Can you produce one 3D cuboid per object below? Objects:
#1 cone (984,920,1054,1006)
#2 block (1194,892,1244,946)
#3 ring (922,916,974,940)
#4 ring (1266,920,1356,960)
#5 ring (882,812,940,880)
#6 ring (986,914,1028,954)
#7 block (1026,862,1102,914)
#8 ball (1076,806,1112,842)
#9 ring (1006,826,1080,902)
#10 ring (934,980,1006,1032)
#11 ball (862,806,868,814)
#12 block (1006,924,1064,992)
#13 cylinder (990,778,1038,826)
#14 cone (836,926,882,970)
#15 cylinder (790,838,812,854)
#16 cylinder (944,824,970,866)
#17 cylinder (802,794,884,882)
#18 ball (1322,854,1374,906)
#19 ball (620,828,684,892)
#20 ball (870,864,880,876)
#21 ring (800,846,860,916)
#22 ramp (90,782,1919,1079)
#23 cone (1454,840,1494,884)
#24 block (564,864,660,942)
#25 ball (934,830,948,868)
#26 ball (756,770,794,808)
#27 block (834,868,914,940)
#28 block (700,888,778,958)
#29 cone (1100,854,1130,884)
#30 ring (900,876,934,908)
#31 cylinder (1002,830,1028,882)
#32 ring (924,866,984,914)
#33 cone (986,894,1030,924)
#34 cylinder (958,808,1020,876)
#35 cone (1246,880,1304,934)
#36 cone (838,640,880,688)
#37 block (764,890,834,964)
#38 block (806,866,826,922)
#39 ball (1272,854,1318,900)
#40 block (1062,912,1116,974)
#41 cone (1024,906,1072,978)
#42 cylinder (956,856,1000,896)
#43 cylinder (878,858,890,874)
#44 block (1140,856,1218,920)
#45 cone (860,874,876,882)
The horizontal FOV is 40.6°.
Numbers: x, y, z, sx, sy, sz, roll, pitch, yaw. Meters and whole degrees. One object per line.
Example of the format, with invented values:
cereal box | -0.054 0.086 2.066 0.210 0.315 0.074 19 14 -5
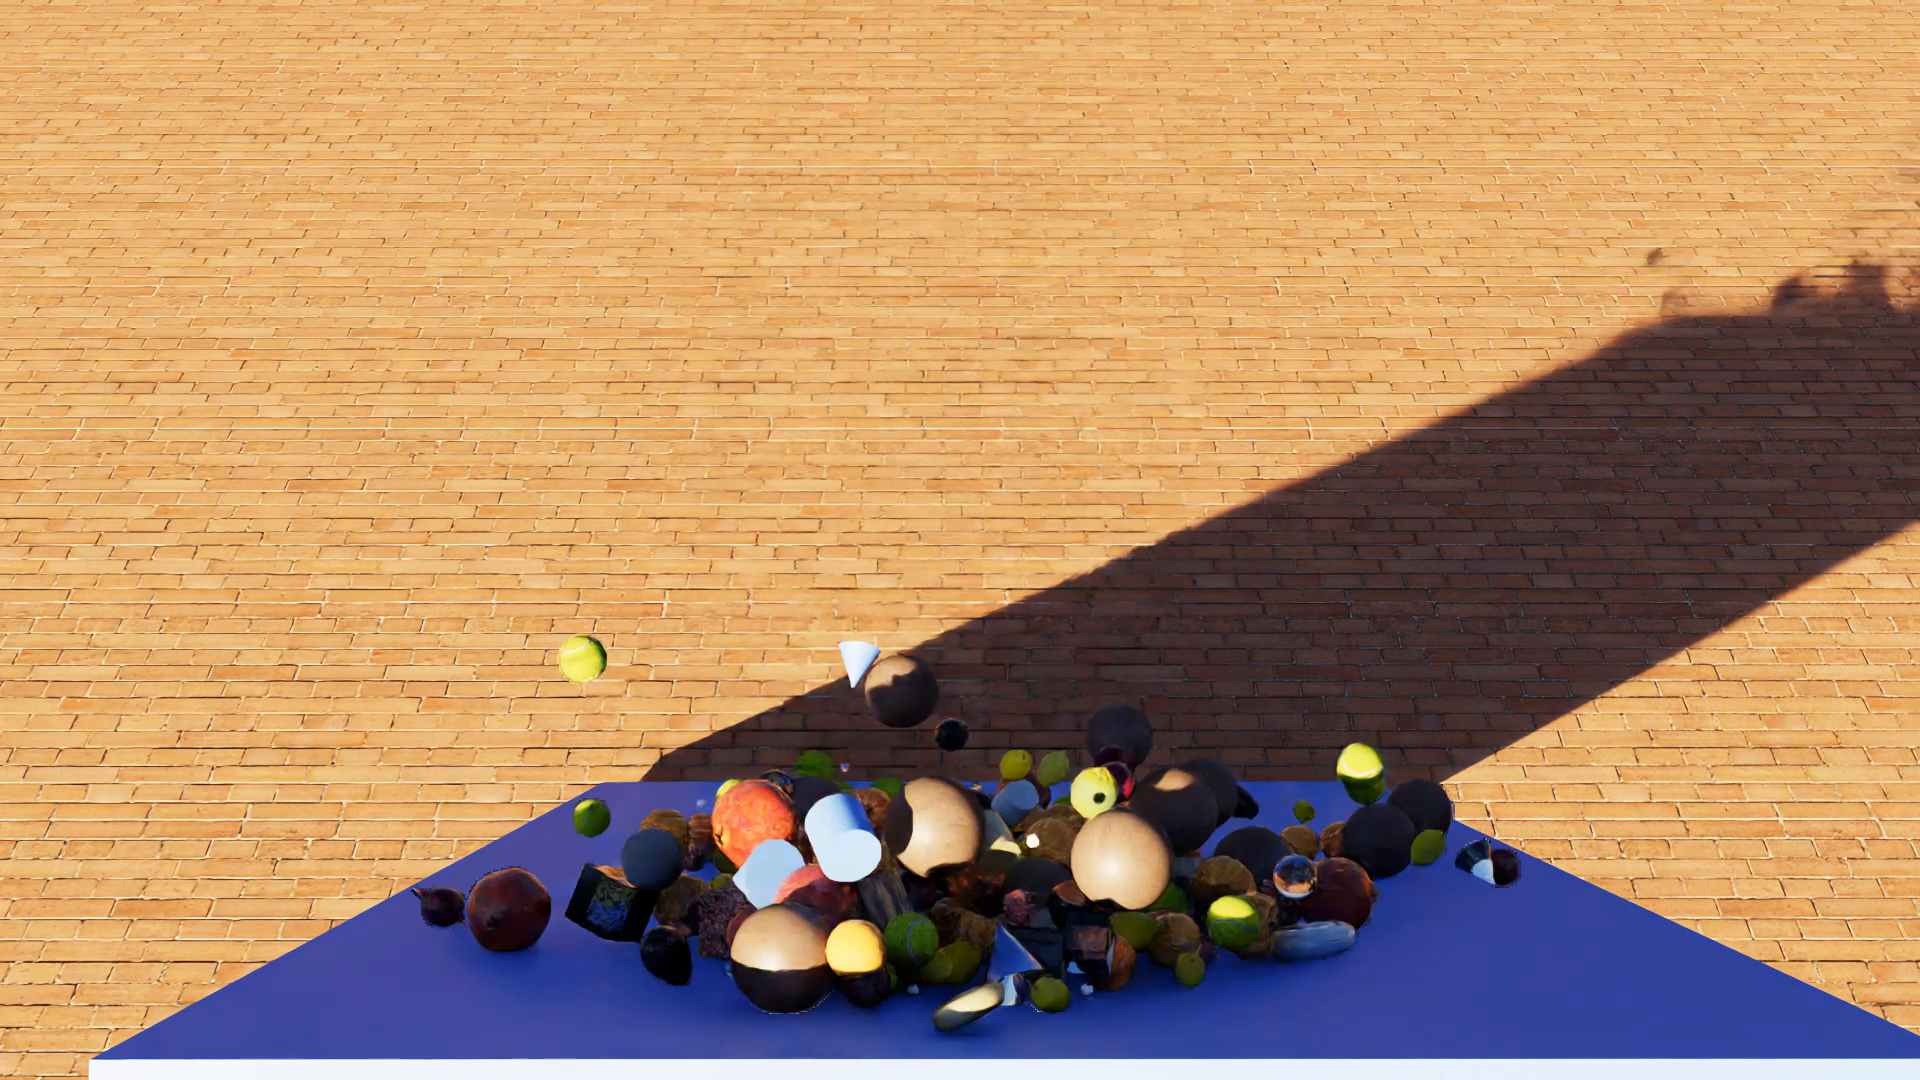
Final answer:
cone | 0.056 0.494 3.096 0.092 0.092 0.092 -9 57 -13
block | 0.367 0.537 3.674 0.066 0.066 0.066 0 -1 10
ring | -0.017 0.556 3.715 0.077 0.026 0.077 8 -5 1
ring | 0.474 0.540 3.498 0.121 0.040 0.121 -9 -4 -1
ring | -0.068 0.422 3.579 0.095 0.095 0.032 24 19 32
ring | 0.064 0.521 3.353 0.077 0.077 0.026 29 26 37
block | 0.148 0.515 3.727 0.089 0.089 0.089 0 72 -12
ball | 0.266 0.562 5.133 0.072 0.072 0.072 0 33 0
ring | 0.117 0.458 3.660 0.109 0.109 0.036 -10 6 -15
ring | 0.010 0.527 2.933 0.090 0.090 0.030 -24 84 -32
ball | -0.223 0.558 5.165 0.082 0.082 0.082 0 33 0
block | 0.091 0.522 3.242 0.070 0.070 0.070 5 -4 0
cylinder | 0.077 0.368 3.641 0.050 0.050 0.050 16 50 -20
cone | -0.145 0.551 3.450 0.064 0.064 0.064 10 59 -17
cylinder | -0.292 0.557 4.517 0.059 0.059 0.059 -23 23 28
cylinder | 0.020 0.541 4.576 0.087 0.087 0.087 5 -4 8
cylinder | -0.143 0.363 3.164 0.077 0.077 0.077 -14 48 -20
ball | 0.613 0.537 4.106 0.082 0.082 0.082 0 33 0
ball | -0.426 0.443 3.589 0.087 0.087 0.087 0 33 0
ball | -0.175 0.540 4.297 0.084 0.084 0.084 0 33 0
ring | -0.208 0.520 3.973 0.126 0.042 0.126 -16 51 20
ramp | 0.073 0.641 4.757 2.000 0.100 4.000 0 -1 0
cone | 0.839 0.528 4.156 0.066 0.066 0.066 -14 46 -20
block | -0.486 0.508 3.628 0.080 0.080 0.080 23 1 31
ball | -0.049 0.555 4.663 0.068 0.068 0.068 0 33 0
ball | -0.266 0.358 3.728 0.055 0.055 0.055 0 33 0
block | -0.108 0.455 3.244 0.062 0.062 0.062 -16 -9 -35
block | -0.300 0.518 3.518 0.086 0.086 0.086 -1 -2 10
cone | 0.262 0.557 4.418 0.054 0.054 0.054 0 -1 0
ring | -0.081 0.556 4.104 0.132 0.044 0.132 0 -1 0
cylinder | 0.129 0.538 4.404 0.092 0.092 0.092 27 15 35
ring | -0.009 0.502 3.730 0.093 0.031 0.093 -19 23 8
cone | 0.057 0.554 3.694 0.071 0.071 0.071 13 31 20
cylinder | 0.037 0.387 3.327 0.060 0.060 0.060 -14 46 -21
cone | 0.448 0.550 3.746 0.087 0.087 0.087 9 21 13
cone | -0.171 0.212 4.282 0.071 0.071 0.071 6 69 9
block | -0.216 0.500 3.403 0.065 0.065 0.065 -30 29 -7
block | -0.260 0.532 3.875 0.085 0.085 0.085 -1 -1 34
ball | 0.456 0.457 3.525 0.061 0.061 0.061 0 33 0
block | 0.157 0.493 3.172 0.053 0.053 0.053 1 49 13
cone | 0.125 0.543 3.377 0.095 0.095 0.095 -5 26 -8
cylinder | 0.026 0.518 3.996 0.054 0.054 0.054 -15 8 -22
cylinder | -0.167 0.552 4.580 0.072 0.072 0.072 -1 28 35
block | 0.330 0.524 3.914 0.091 0.091 0.091 -3 -7 26
cone | -0.108 0.476 3.566 0.053 0.053 0.053 -8 34 -7
